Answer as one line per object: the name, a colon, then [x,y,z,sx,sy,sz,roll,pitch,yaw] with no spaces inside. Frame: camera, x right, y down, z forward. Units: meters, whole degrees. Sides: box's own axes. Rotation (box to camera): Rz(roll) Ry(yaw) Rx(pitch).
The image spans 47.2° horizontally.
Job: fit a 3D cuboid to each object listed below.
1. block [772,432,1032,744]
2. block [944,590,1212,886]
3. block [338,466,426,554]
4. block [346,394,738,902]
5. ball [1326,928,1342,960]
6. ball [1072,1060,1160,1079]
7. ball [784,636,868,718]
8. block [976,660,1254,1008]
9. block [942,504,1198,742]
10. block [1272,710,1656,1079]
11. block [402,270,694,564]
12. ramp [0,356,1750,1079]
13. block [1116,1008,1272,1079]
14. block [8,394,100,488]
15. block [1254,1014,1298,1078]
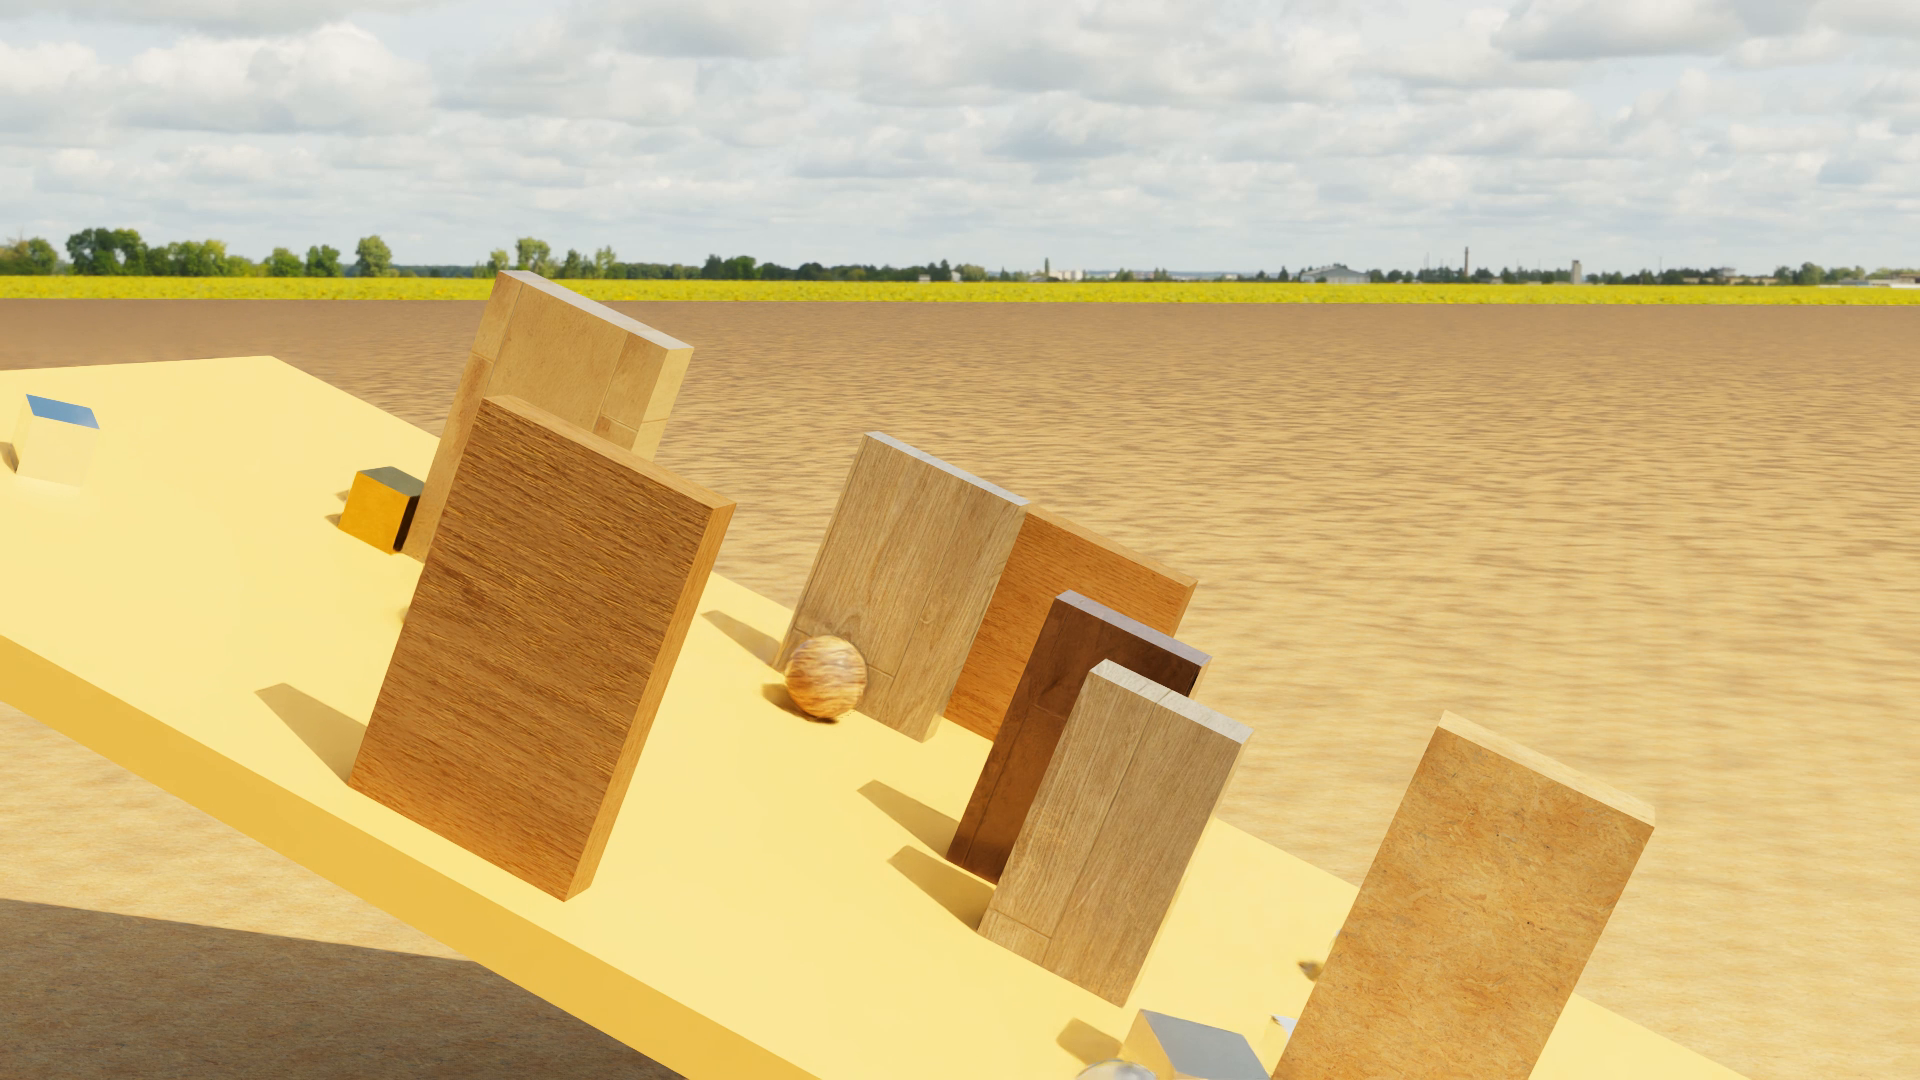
block: [-0.128,0.100,4.705,0.371,0.559,0.089,25,13,13]
block: [0.217,0.405,4.066,0.294,0.547,0.107,25,13,13]
block: [-1.184,-0.063,4.575,0.131,0.131,0.131,25,13,13]
block: [-0.645,0.164,3.357,0.403,0.661,0.088,25,13,13]
ball: [0.784,0.811,4.257,0.149,0.149,0.149,0,7,0]
ball: [0.221,0.823,3.107,0.173,0.173,0.173,0,7,0]
ball: [-0.279,0.284,4.579,0.171,0.171,0.171,0,7,0]
block: [0.267,0.506,3.808,0.285,0.516,0.124,25,13,13]
block: [0.233,0.238,4.865,0.409,0.505,0.111,25,13,13]
block: [0.703,0.677,3.256,0.327,0.776,0.125,25,13,13]
block: [-0.847,-0.181,4.498,0.400,0.628,0.126,25,13,13]
ramp: [-0.298,0.523,4.189,4.000,0.100,2.000,25,13,13]
block: [0.341,0.847,3.303,0.181,0.181,0.181,18,14,-18]
block: [-1.731,-0.189,4.202,0.122,0.122,0.122,13,16,-34]
block: [0.573,0.892,3.538,0.165,0.165,0.165,17,14,-22]
